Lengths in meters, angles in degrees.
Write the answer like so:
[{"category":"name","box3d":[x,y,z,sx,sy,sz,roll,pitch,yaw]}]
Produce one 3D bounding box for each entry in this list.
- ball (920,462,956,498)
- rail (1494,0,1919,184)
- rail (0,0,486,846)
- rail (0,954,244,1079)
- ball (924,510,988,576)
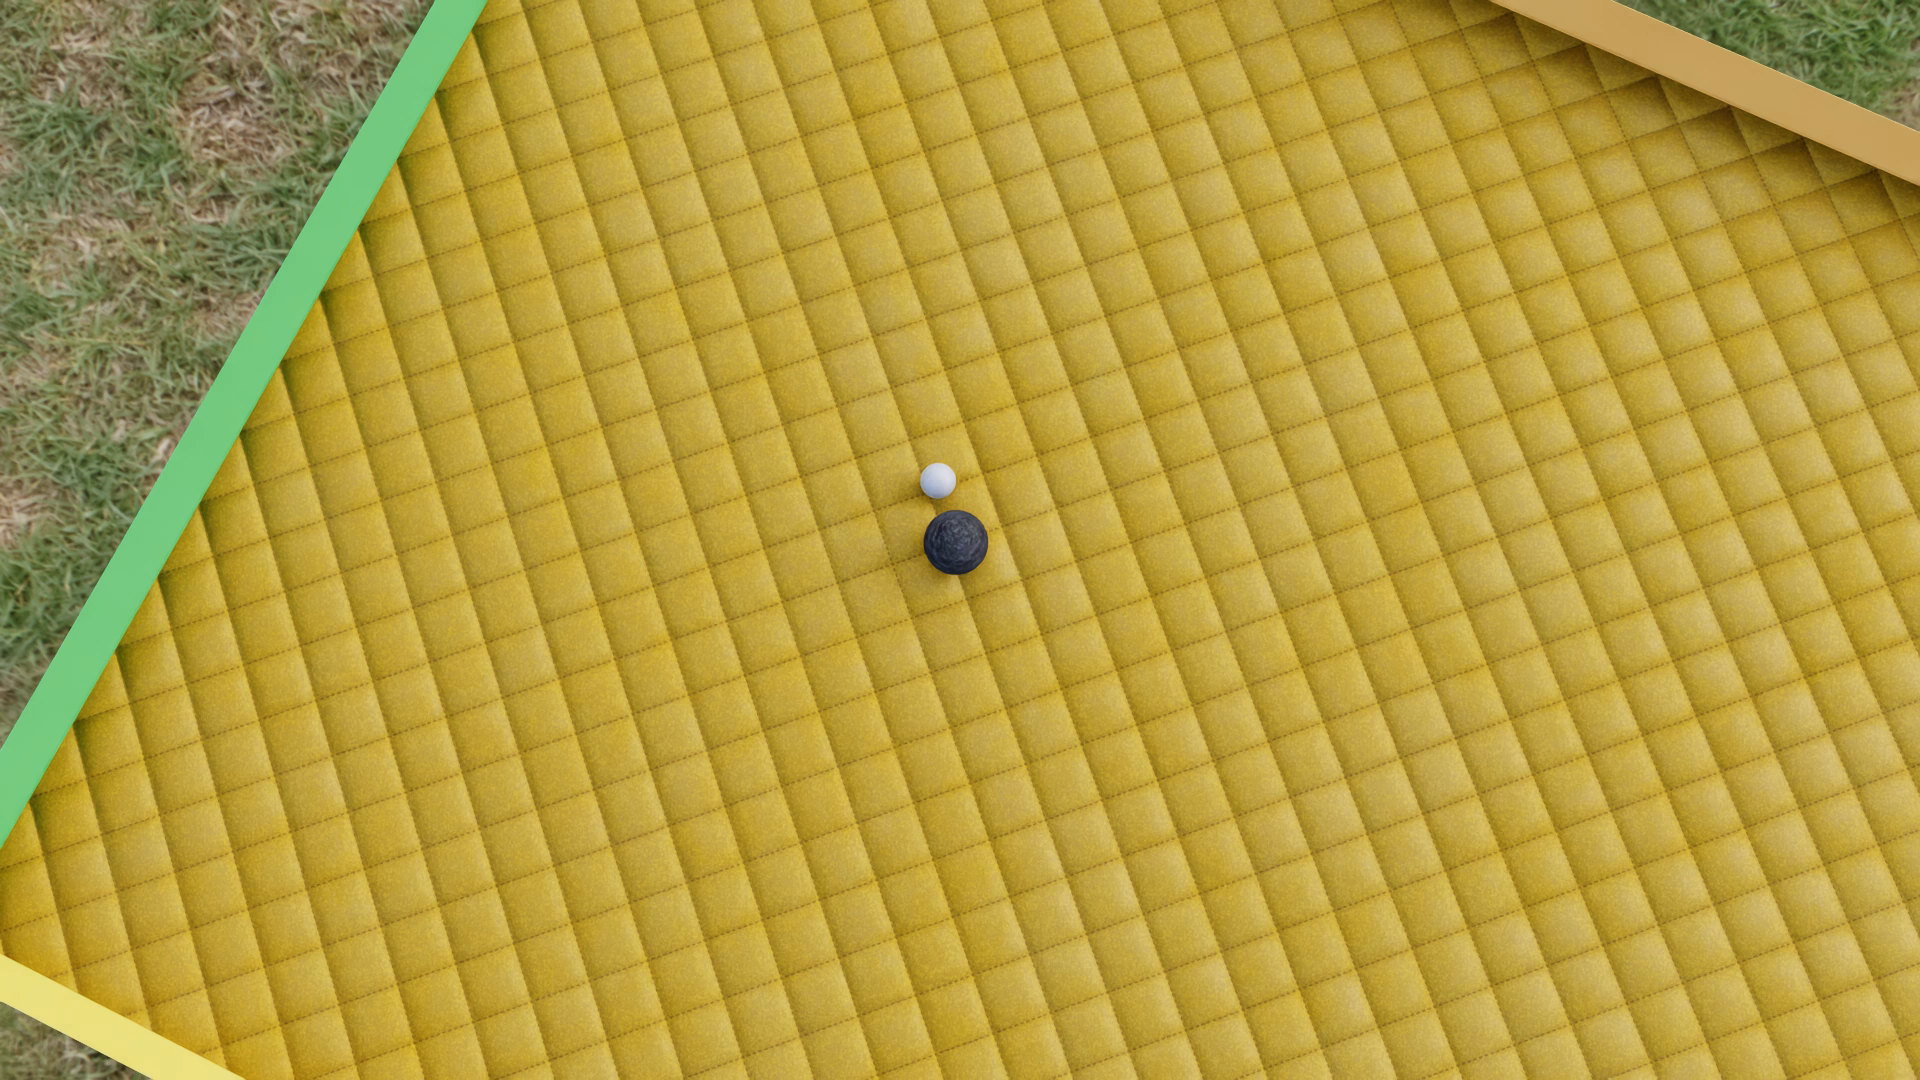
[{"category":"ball","box3d":[-0.033,-0.090,3.346,0.055,0.055,0.055,0,77,0]},{"category":"rail","box3d":[1.498,-0.572,3.418,4.394,0.127,0.045,25,78,6]},{"category":"rail","box3d":[-0.969,-0.460,3.392,0.045,0.127,2.391,25,78,6]},{"category":"rail","box3d":[0.483,1.488,2.947,4.394,0.127,0.045,25,78,6]},{"category":"ball","box3d":[-0.006,0.004,3.302,0.098,0.098,0.098,0,77,0]}]
